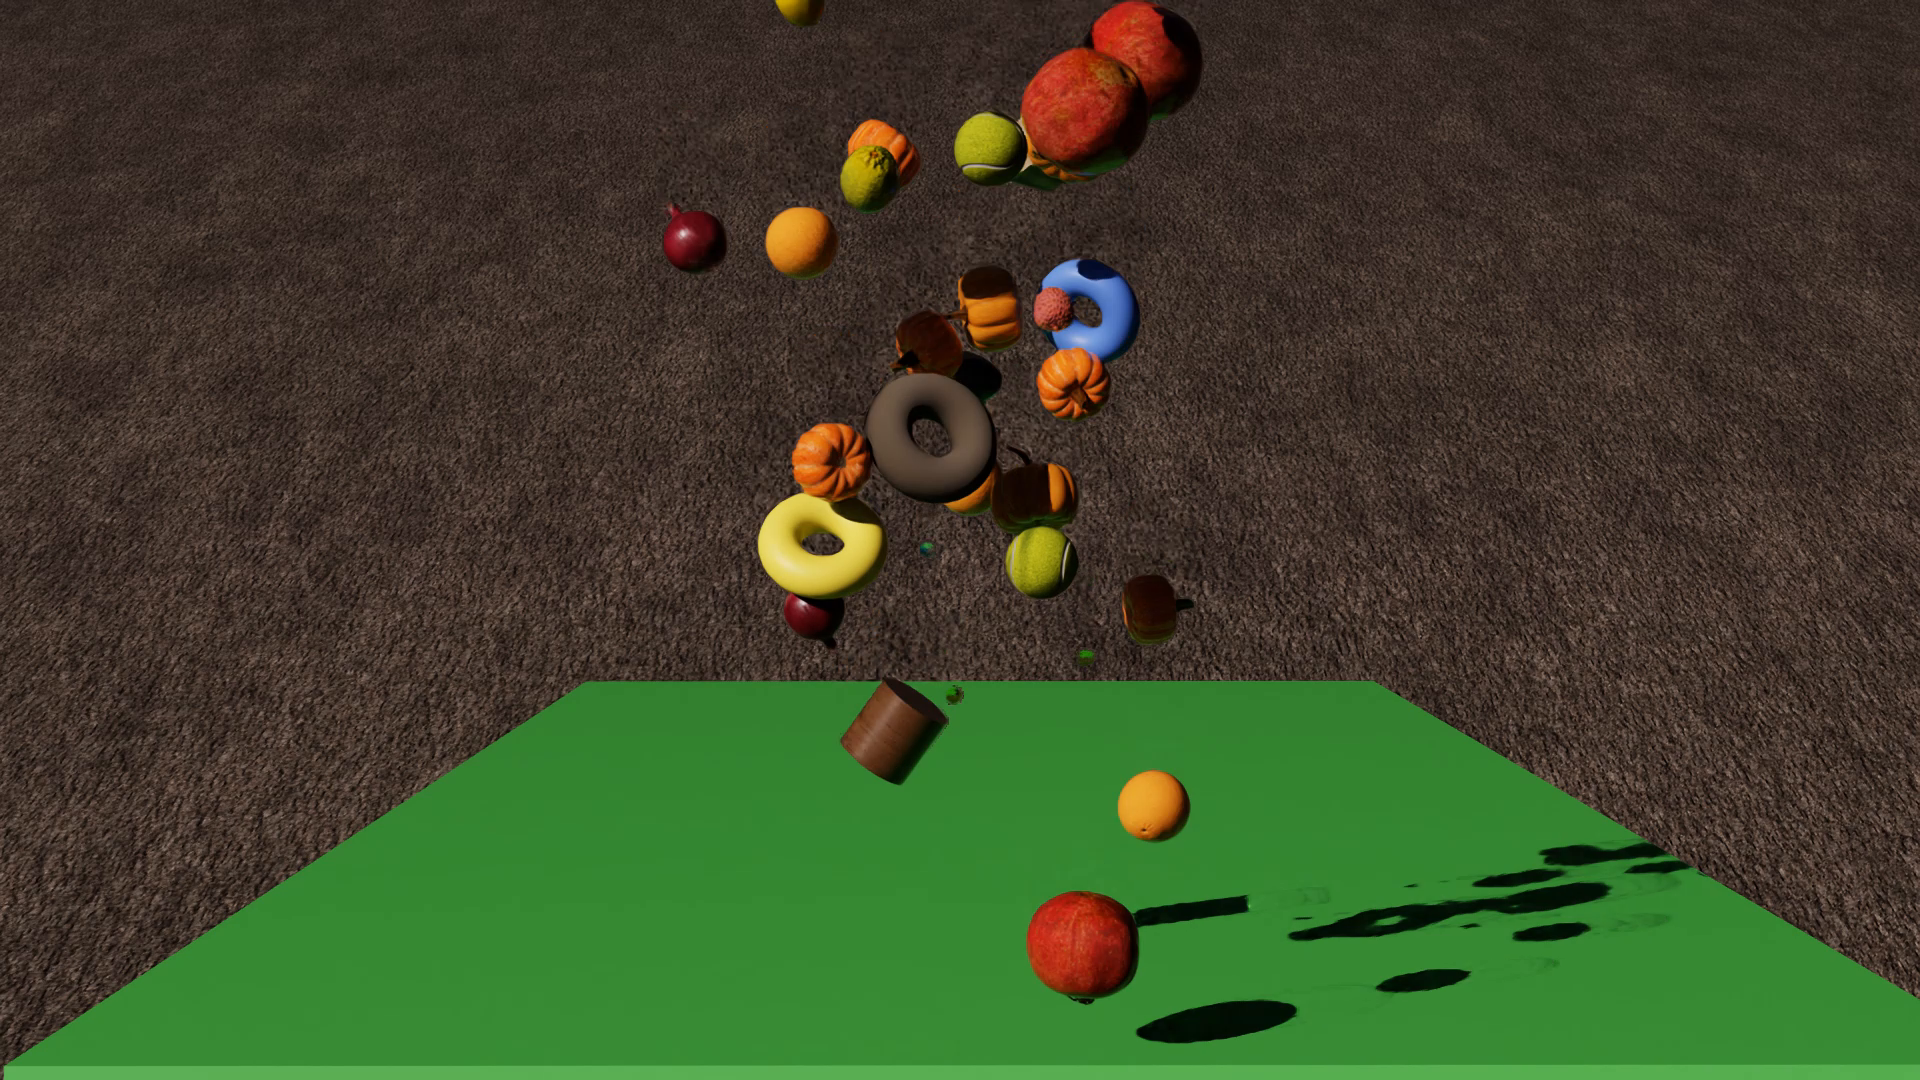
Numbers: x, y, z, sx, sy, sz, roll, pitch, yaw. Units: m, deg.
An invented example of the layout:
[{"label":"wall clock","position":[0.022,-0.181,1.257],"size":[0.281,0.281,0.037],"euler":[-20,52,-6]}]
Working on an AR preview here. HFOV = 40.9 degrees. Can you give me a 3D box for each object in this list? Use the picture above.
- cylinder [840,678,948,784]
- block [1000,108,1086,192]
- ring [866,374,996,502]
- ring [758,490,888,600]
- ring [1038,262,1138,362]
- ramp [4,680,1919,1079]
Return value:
[{"label":"cylinder","position":[-0.075,0.217,2.932],"size":[0.088,0.088,0.088],"euler":[35,9,-6]},{"label":"block","position":[0.086,-0.407,2.688],"size":[0.057,0.057,0.057],"euler":[8,-25,-38]},{"label":"ring","position":[-0.028,-0.100,2.514],"size":[0.135,0.135,0.045],"euler":[-14,-15,-28]},{"label":"ring","position":[-0.134,0.004,2.512],"size":[0.127,0.042,0.127],"euler":[2,50,-3]},{"label":"ring","position":[0.134,-0.239,2.703],"size":[0.116,0.116,0.039],"euler":[14,39,28]},{"label":"ramp","position":[0.054,0.488,4.541],"size":[2.000,0.100,4.000],"euler":[0,2,0]}]
